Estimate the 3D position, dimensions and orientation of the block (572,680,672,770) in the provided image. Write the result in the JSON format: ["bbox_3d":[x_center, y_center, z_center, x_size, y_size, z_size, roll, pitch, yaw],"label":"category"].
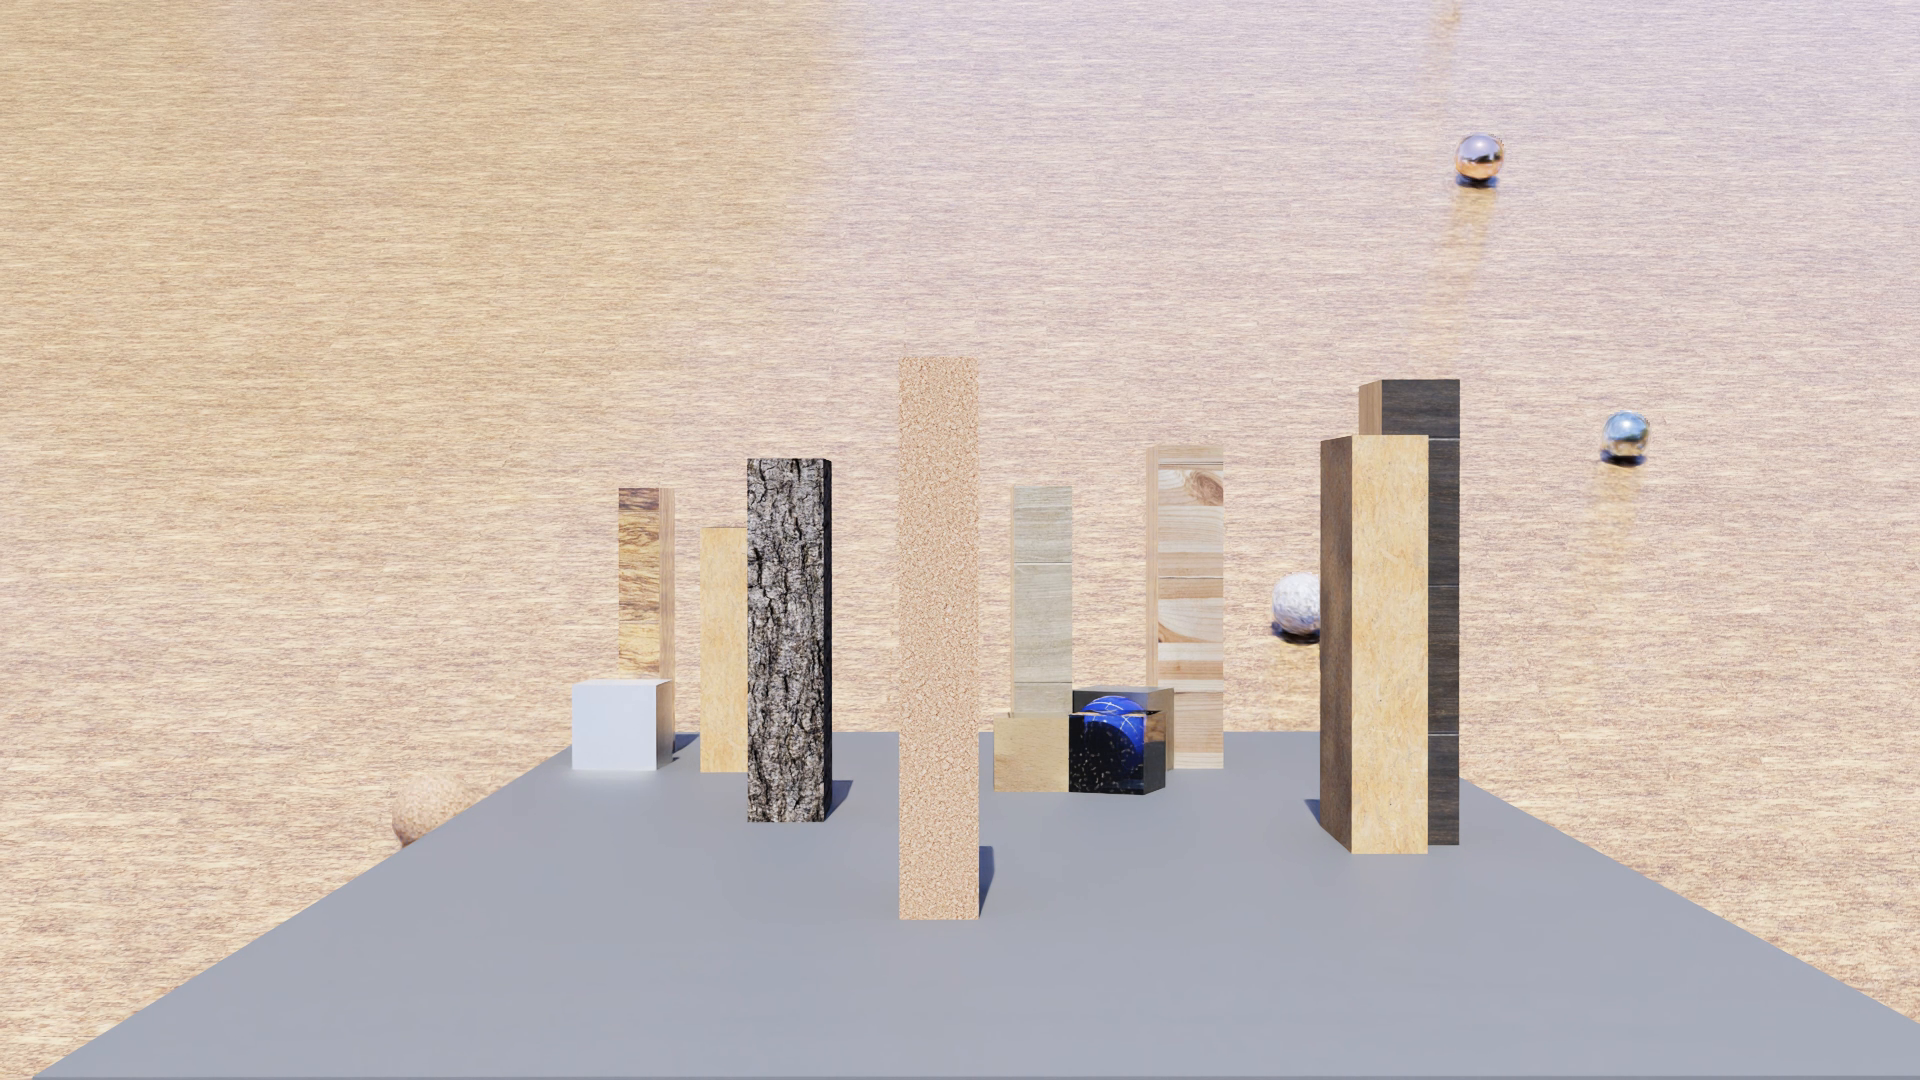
[{"bbox_3d":[-0.747,0.408,5.731,0.186,0.186,0.186,0,1,5],"label":"block"}]

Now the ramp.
[{"bbox_3d":[0.063,0.565,4.605,2.000,0.100,4.000,0,1,0],"label":"ramp"}]

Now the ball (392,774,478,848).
[{"bbox_3d":[-1.262,0.669,6.233,0.208,0.208,0.208,0,28,0],"label":"ball"}]

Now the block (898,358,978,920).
[{"bbox_3d":[-0.029,0.135,3.741,0.110,0.782,0.306,0,1,0],"label":"block"}]

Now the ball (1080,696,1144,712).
[{"bbox_3d":[0.322,0.415,5.419,0.178,0.178,0.178,0,28,0],"label":"ball"}]

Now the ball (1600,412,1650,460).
[{"bbox_3d":[2.106,-0.329,8.180,0.152,0.152,0.152,0,28,0],"label":"ball"}]

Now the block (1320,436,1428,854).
[{"bbox_3d":[0.710,0.171,4.457,0.125,0.692,0.375,0,1,0],"label":"block"}]

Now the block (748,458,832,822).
[{"bbox_3d":[-0.318,0.181,4.861,0.139,0.663,0.320,0,1,0],"label":"block"}]

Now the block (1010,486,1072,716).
[{"bbox_3d":[0.172,0.194,5.546,0.120,0.617,0.398,0,1,0],"label":"block"}]

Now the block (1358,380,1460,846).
[{"bbox_3d":[0.779,0.121,4.497,0.132,0.789,0.251,0,1,0],"label":"block"}]

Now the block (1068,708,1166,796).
[{"bbox_3d":[0.320,0.429,5.241,0.156,0.156,0.156,0,1,21],"label":"block"}]

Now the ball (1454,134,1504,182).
[{"bbox_3d":[2.094,-1.541,10.424,0.197,0.197,0.197,0,28,0],"label":"ball"}]

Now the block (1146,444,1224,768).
[{"bbox_3d":[0.505,0.144,5.844,0.143,0.710,0.368,0,1,0],"label":"block"}]

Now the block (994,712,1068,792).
[{"bbox_3d":[0.143,0.432,5.275,0.149,0.149,0.149,0,1,0],"label":"block"}]

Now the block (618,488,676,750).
[{"bbox_3d":[-0.724,0.189,5.986,0.091,0.618,0.325,0,1,0],"label":"block"}]

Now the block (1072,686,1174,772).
[{"bbox_3d":[0.350,0.412,5.601,0.180,0.180,0.180,0,1,23],"label":"block"}]

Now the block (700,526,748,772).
[{"bbox_3d":[-0.510,0.236,5.726,0.105,0.529,0.274,0,1,0],"label":"block"}]

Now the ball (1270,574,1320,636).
[{"bbox_3d":[0.952,0.179,7.197,0.172,0.172,0.172,0,28,0],"label":"ball"}]
